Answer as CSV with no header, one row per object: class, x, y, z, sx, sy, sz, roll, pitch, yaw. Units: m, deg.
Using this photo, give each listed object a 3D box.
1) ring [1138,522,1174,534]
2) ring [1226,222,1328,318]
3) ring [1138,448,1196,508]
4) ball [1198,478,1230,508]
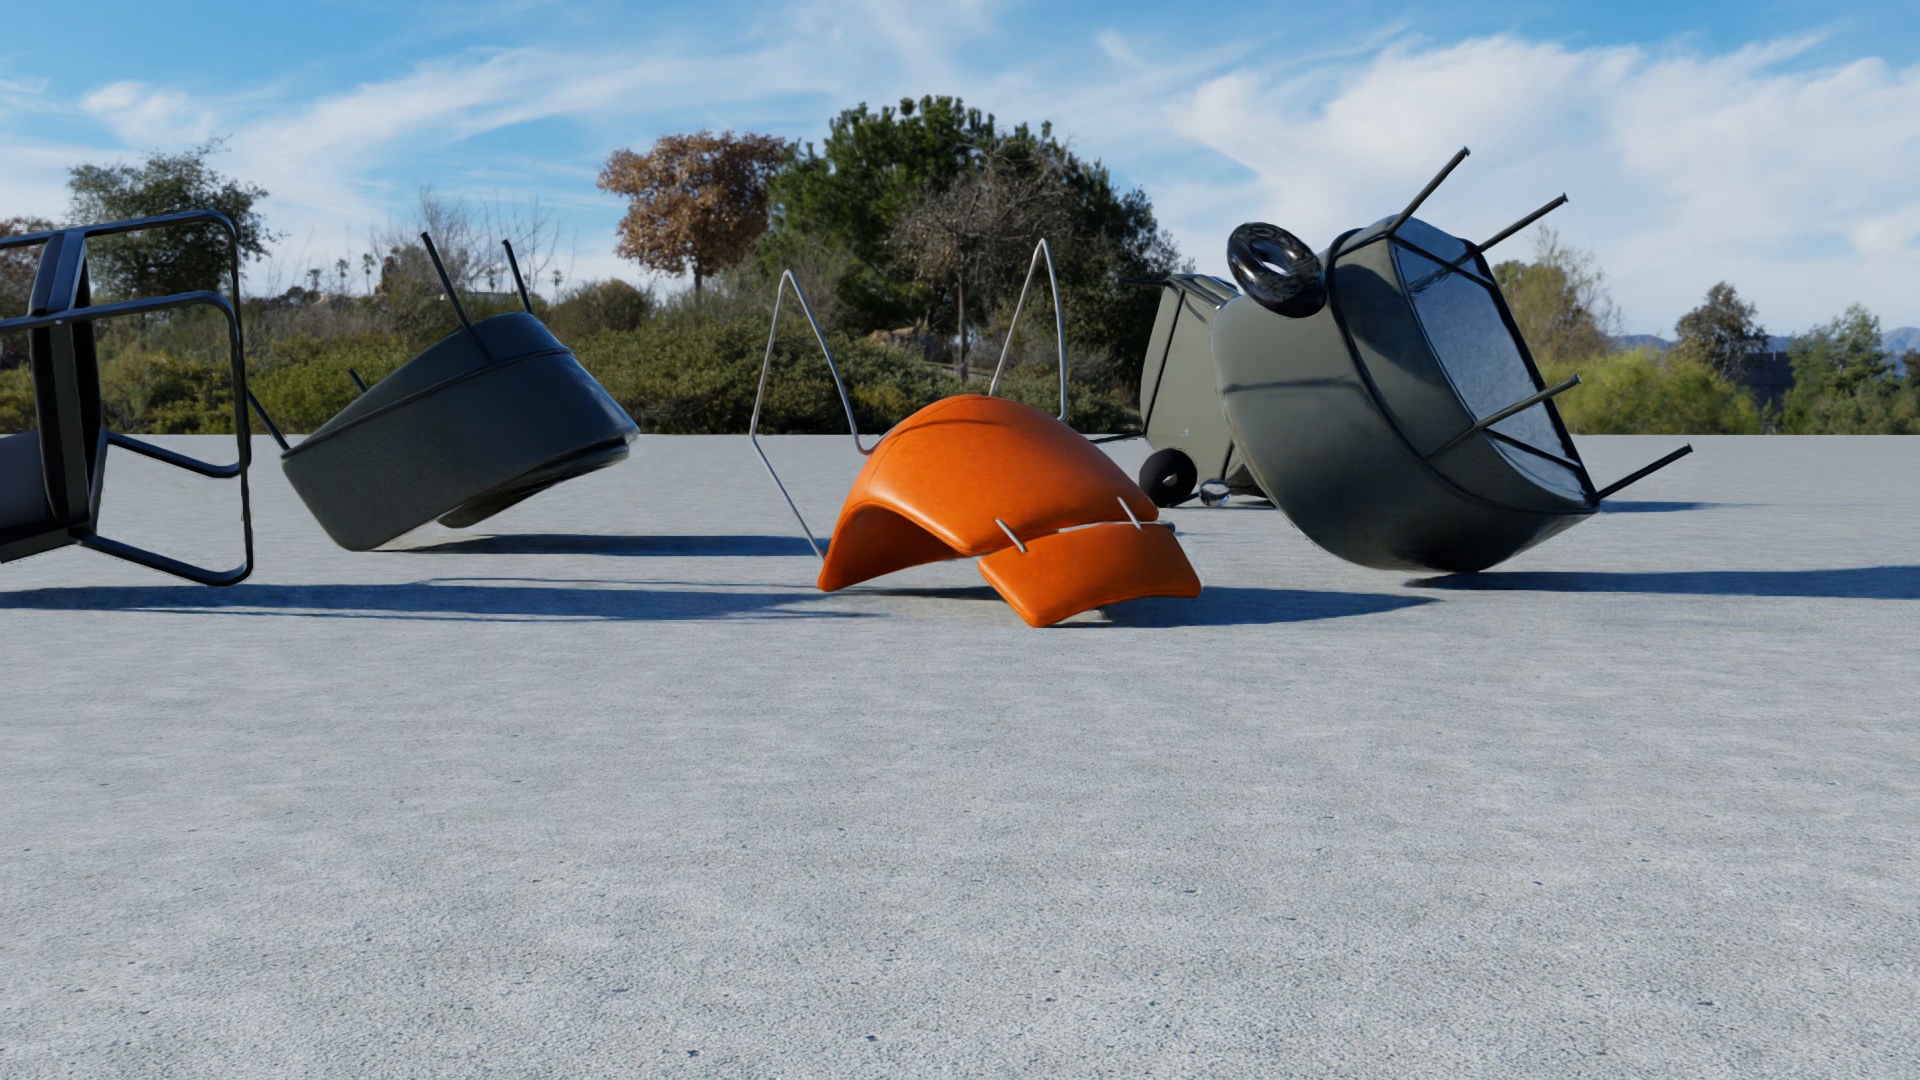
ring,0.610,-0.037,6.825,0.116,0.036,0.150,0,5,9
ring,0.703,-0.601,4.880,0.196,0.082,0.345,-9,41,-16
ring,0.788,-0.234,8.345,0.223,0.233,0.126,18,23,-34
ball,0.957,-0.177,8.280,0.115,0.115,0.115,0,4,0
